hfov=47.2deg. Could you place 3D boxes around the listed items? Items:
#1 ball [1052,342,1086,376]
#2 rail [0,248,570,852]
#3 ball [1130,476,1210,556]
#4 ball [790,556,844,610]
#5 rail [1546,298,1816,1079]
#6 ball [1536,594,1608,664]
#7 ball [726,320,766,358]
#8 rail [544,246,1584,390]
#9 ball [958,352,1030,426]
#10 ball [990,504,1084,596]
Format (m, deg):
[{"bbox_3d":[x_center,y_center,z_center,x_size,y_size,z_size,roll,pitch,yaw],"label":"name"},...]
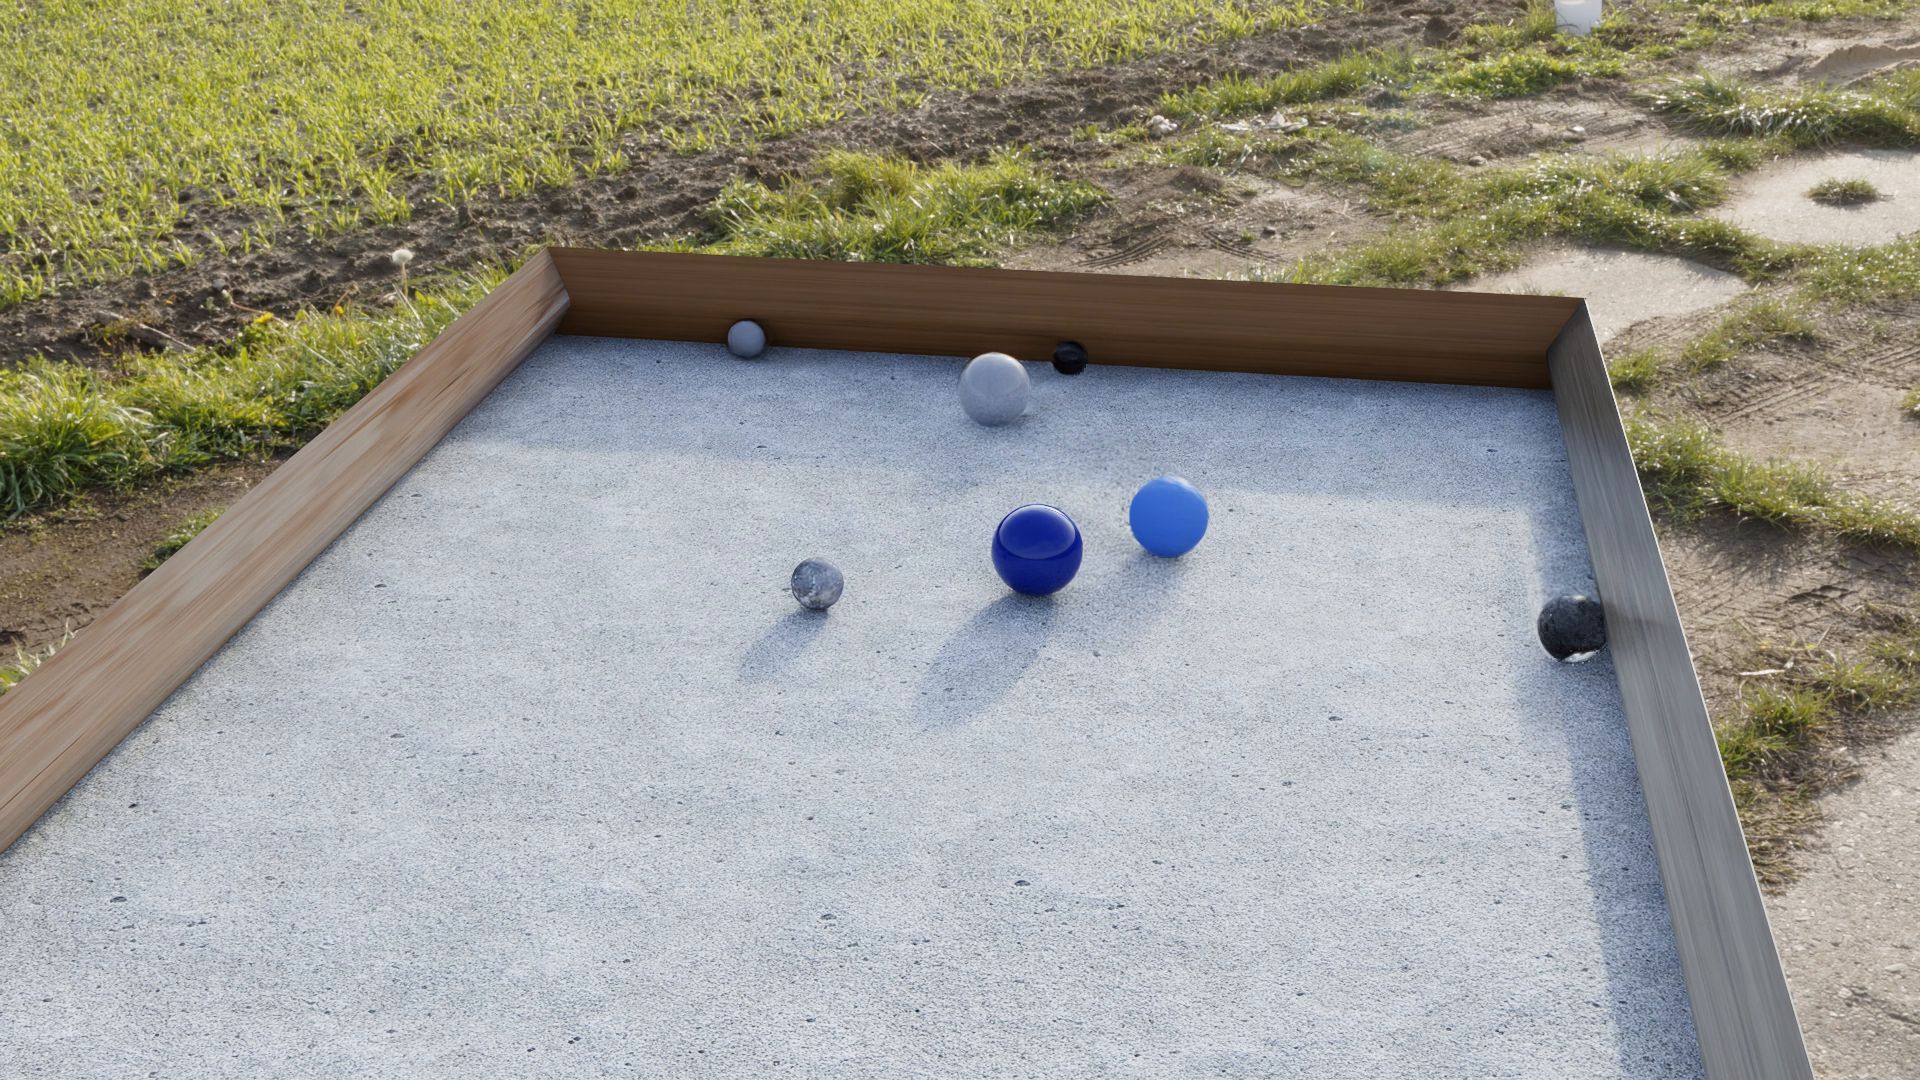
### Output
[{"bbox_3d":[0.140,-0.234,2.829,0.044,0.044,0.044,0,24,0],"label":"ball"},{"bbox_3d":[-0.755,0.197,1.759,0.045,0.121,2.668,4,24,9],"label":"rail"},{"bbox_3d":[0.219,-0.025,2.310,0.084,0.084,0.084,0,24,0],"label":"ball"},{"bbox_3d":[-0.142,0.043,2.193,0.053,0.053,0.053,0,24,0],"label":"ball"},{"bbox_3d":[0.531,0.286,1.559,0.045,0.121,2.668,4,24,9],"label":"rail"},{"bbox_3d":[0.581,0.084,2.086,0.066,0.066,0.066,0,24,0],"label":"ball"},{"bbox_3d":[-0.281,-0.263,2.888,0.050,0.050,0.050,0,24,0],"label":"ball"},{"bbox_3d":[0.108,-0.282,2.840,1.352,0.121,0.045,4,24,9],"label":"rail"},{"bbox_3d":[0.042,-0.183,2.660,0.088,0.088,0.088,0,24,0],"label":"ball"},{"bbox_3d":[0.078,0.010,2.218,0.093,0.093,0.093,0,24,0],"label":"ball"}]
